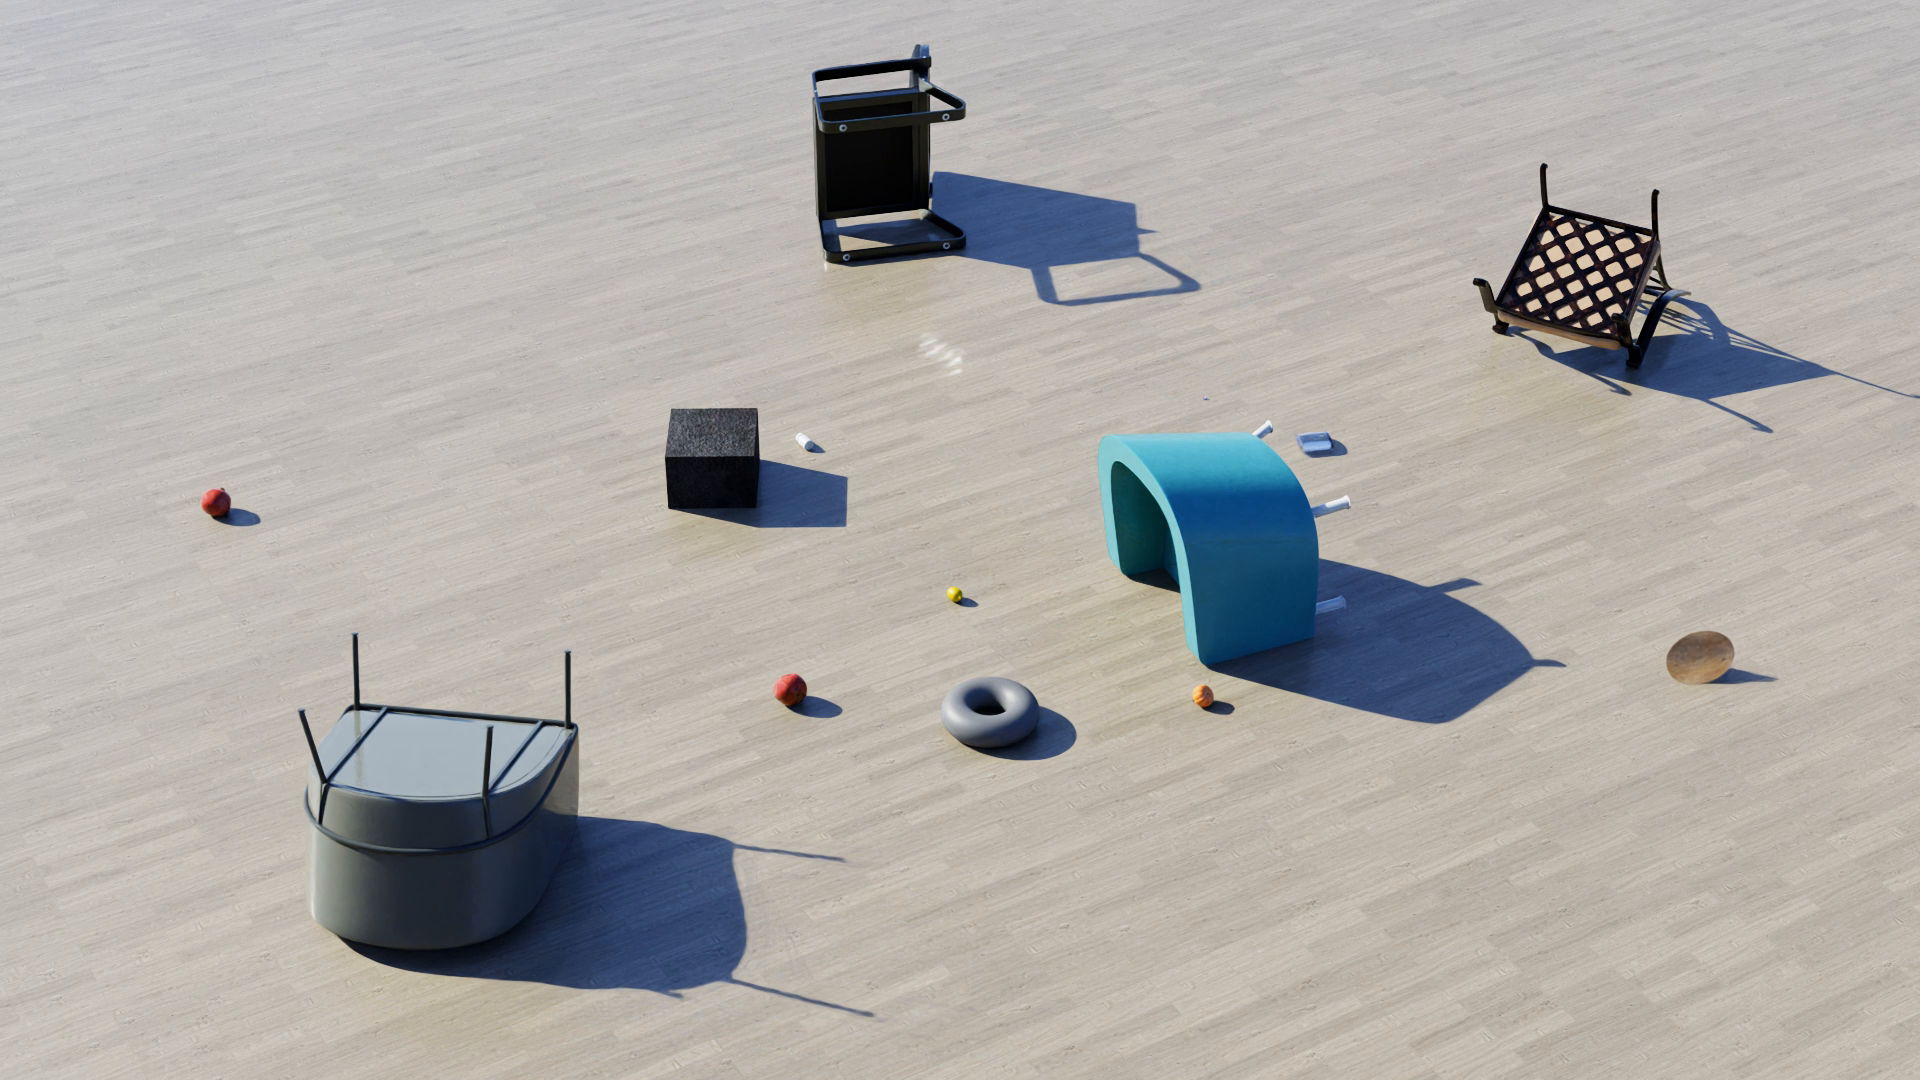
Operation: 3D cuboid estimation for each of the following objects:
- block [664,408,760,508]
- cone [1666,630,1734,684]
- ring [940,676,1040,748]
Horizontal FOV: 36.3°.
[{"bbox_3d":[-0.943,-0.314,11.211,0.334,0.231,0.353,0,33,-1],"label":"block"},{"bbox_3d":[2.574,0.413,10.250,0.245,0.179,0.118,-20,-5,-1],"label":"cone"},{"bbox_3d":[0.102,0.584,9.960,0.337,0.110,0.326,-2,34,-1],"label":"ring"}]
